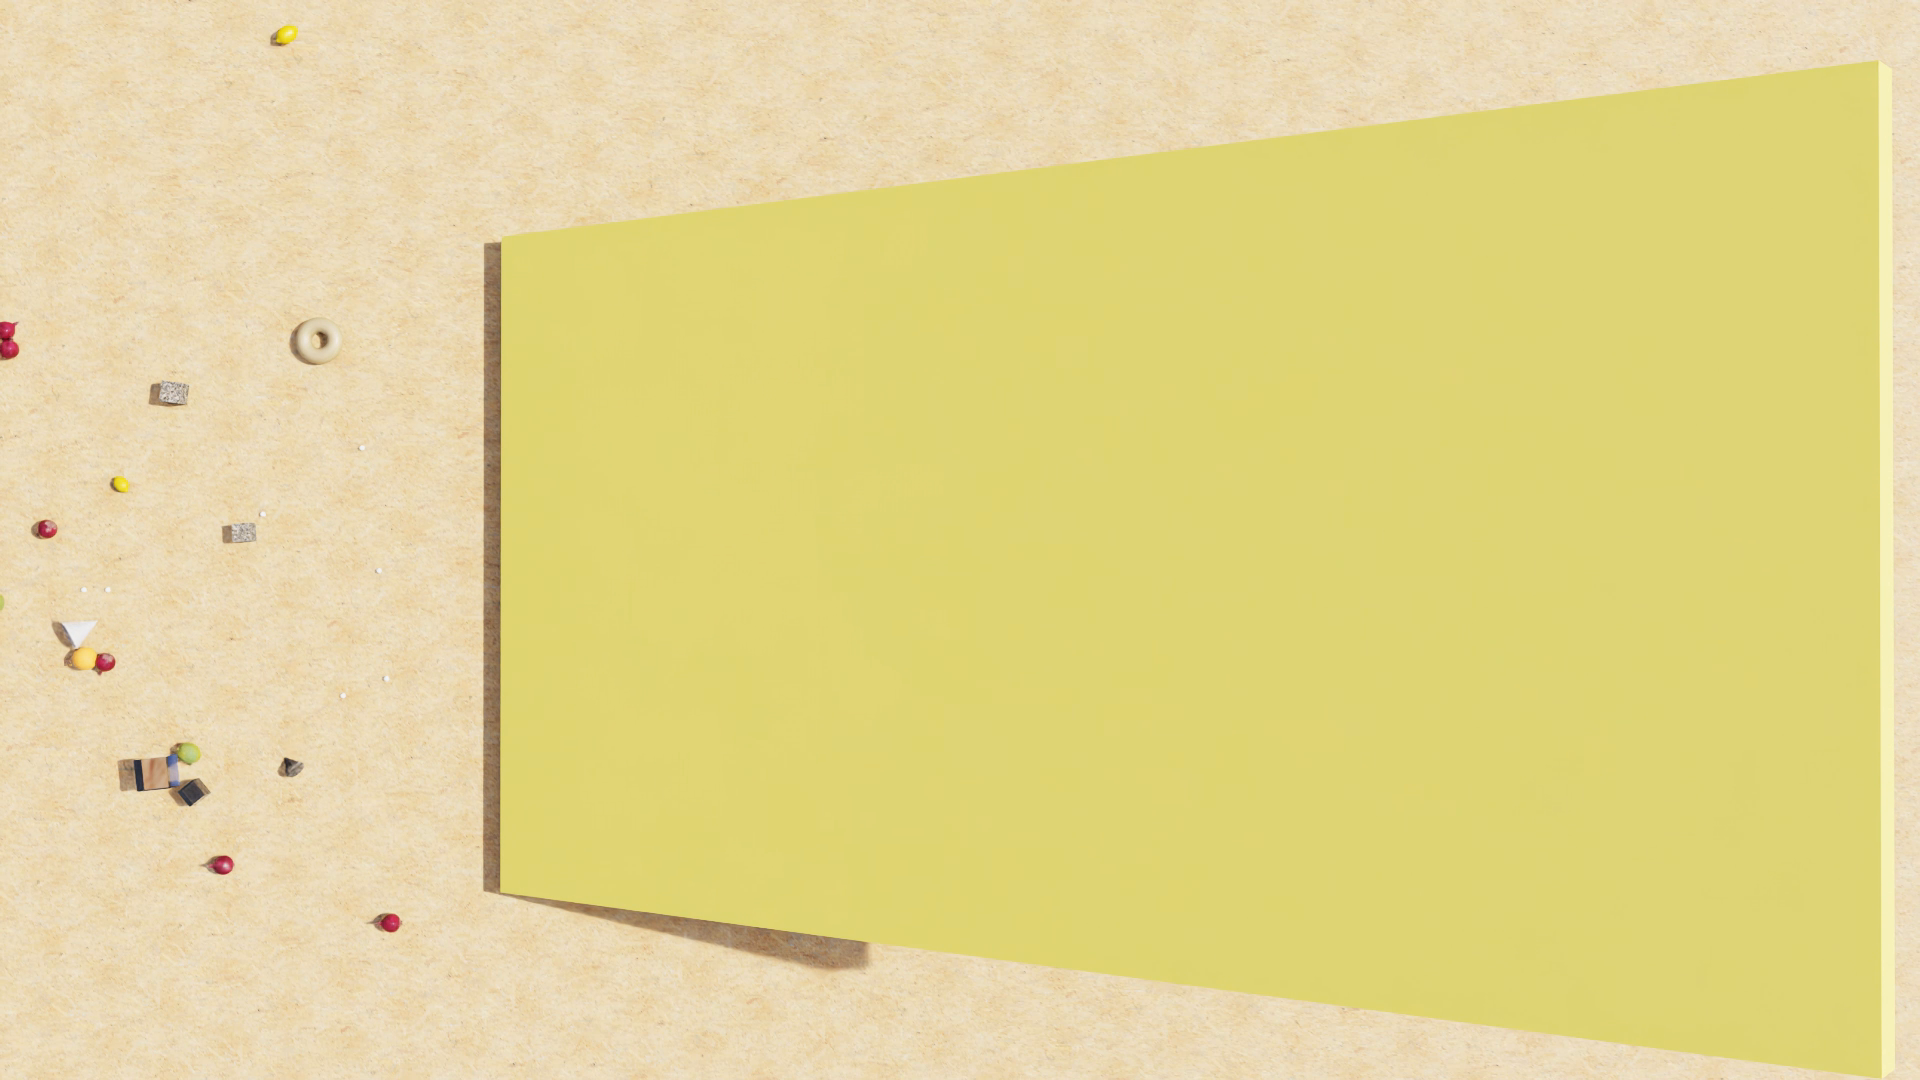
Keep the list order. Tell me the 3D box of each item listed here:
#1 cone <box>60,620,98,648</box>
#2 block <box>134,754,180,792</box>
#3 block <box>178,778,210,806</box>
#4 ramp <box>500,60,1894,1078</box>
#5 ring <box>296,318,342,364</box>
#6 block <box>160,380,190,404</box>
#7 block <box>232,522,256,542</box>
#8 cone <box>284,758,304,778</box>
[{"bbox_3d":[-2.697,0.271,6.765,0.097,0.097,0.097,-31,90,-27],"label":"cone"},{"bbox_3d":[-2.459,0.713,6.734,0.098,0.098,0.098,-6,90,0],"label":"block"},{"bbox_3d":[-2.351,0.775,6.753,0.059,0.059,0.059,-39,90,0],"label":"block"},{"bbox_3d":[0.233,0.065,5.553,4.000,0.100,2.000,0,89,37],"label":"ramp"},{"bbox_3d":[-1.972,-0.614,6.769,0.145,0.048,0.145,0,89,1],"label":"ring"},{"bbox_3d":[-2.416,-0.453,6.760,0.064,0.064,0.064,7,90,0],"label":"block"},{"bbox_3d":[-2.201,-0.023,6.761,0.056,0.056,0.056,-3,90,0],"label":"block"},{"bbox_3d":[-2.063,0.688,6.770,0.061,0.061,0.061,-48,63,0],"label":"cone"}]
